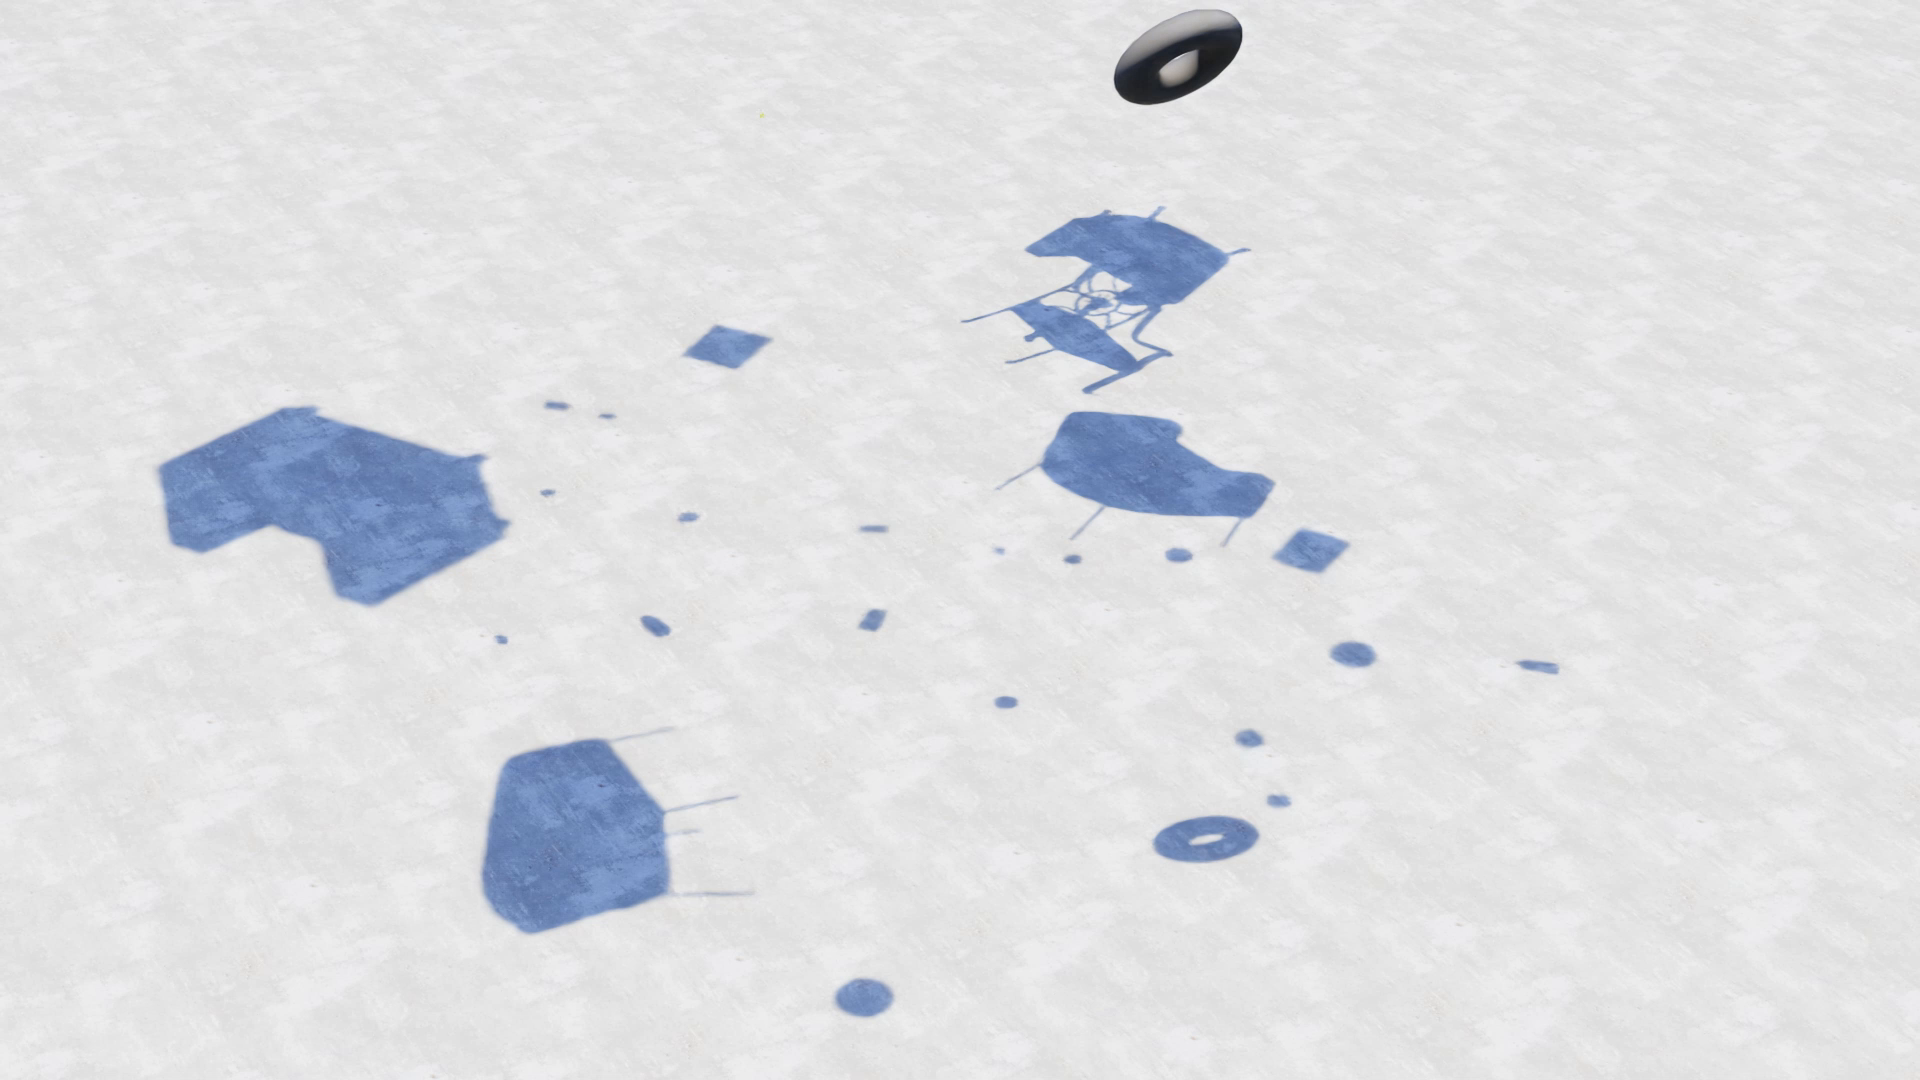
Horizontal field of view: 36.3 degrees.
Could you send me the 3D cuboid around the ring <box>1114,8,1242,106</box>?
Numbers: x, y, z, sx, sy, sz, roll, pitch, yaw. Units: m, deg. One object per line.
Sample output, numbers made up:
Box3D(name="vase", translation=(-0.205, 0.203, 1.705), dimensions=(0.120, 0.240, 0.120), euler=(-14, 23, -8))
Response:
Box3D(name="ring", translation=(0.586, -1.298, 7.884), dimensions=(0.343, 0.381, 0.097), euler=(8, 54, -54))
